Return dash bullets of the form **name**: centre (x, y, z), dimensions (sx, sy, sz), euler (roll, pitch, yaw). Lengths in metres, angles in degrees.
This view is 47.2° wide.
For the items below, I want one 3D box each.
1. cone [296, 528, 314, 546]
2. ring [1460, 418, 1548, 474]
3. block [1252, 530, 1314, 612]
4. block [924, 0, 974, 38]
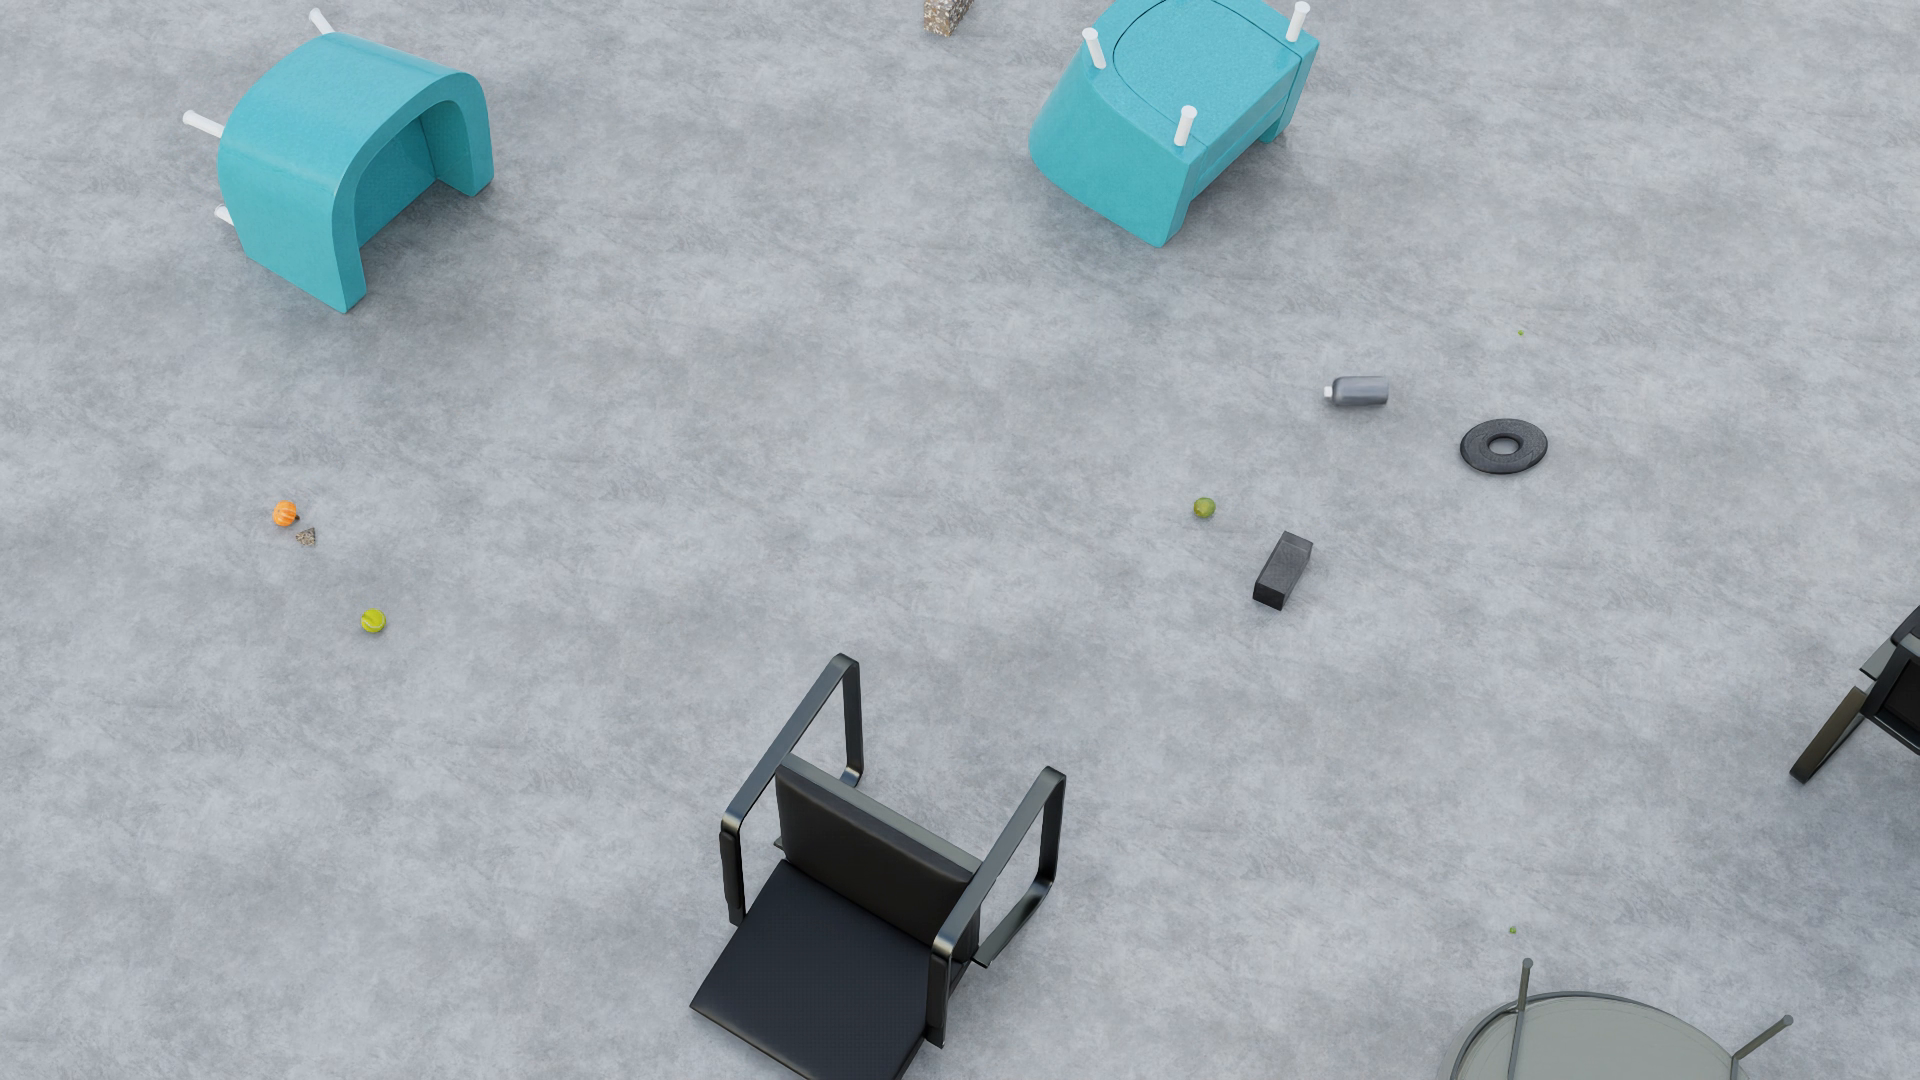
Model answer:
- **cone**: centre (-1.944, -0.021, 6.575), dimensions (0.062, 0.047, 0.063), euler (9, 36, 8)
- **ring**: centre (1.668, -0.288, 6.741), dimensions (0.276, 0.043, 0.201), euler (-11, 57, -7)
- **block**: centre (0.947, 0.090, 6.457), dimensions (0.093, 0.094, 0.205), euler (25, 60, 16)
- **block**: centre (-0.038, -1.905, 7.775), dimensions (0.099, 0.127, 0.209), euler (22, 59, 14)
